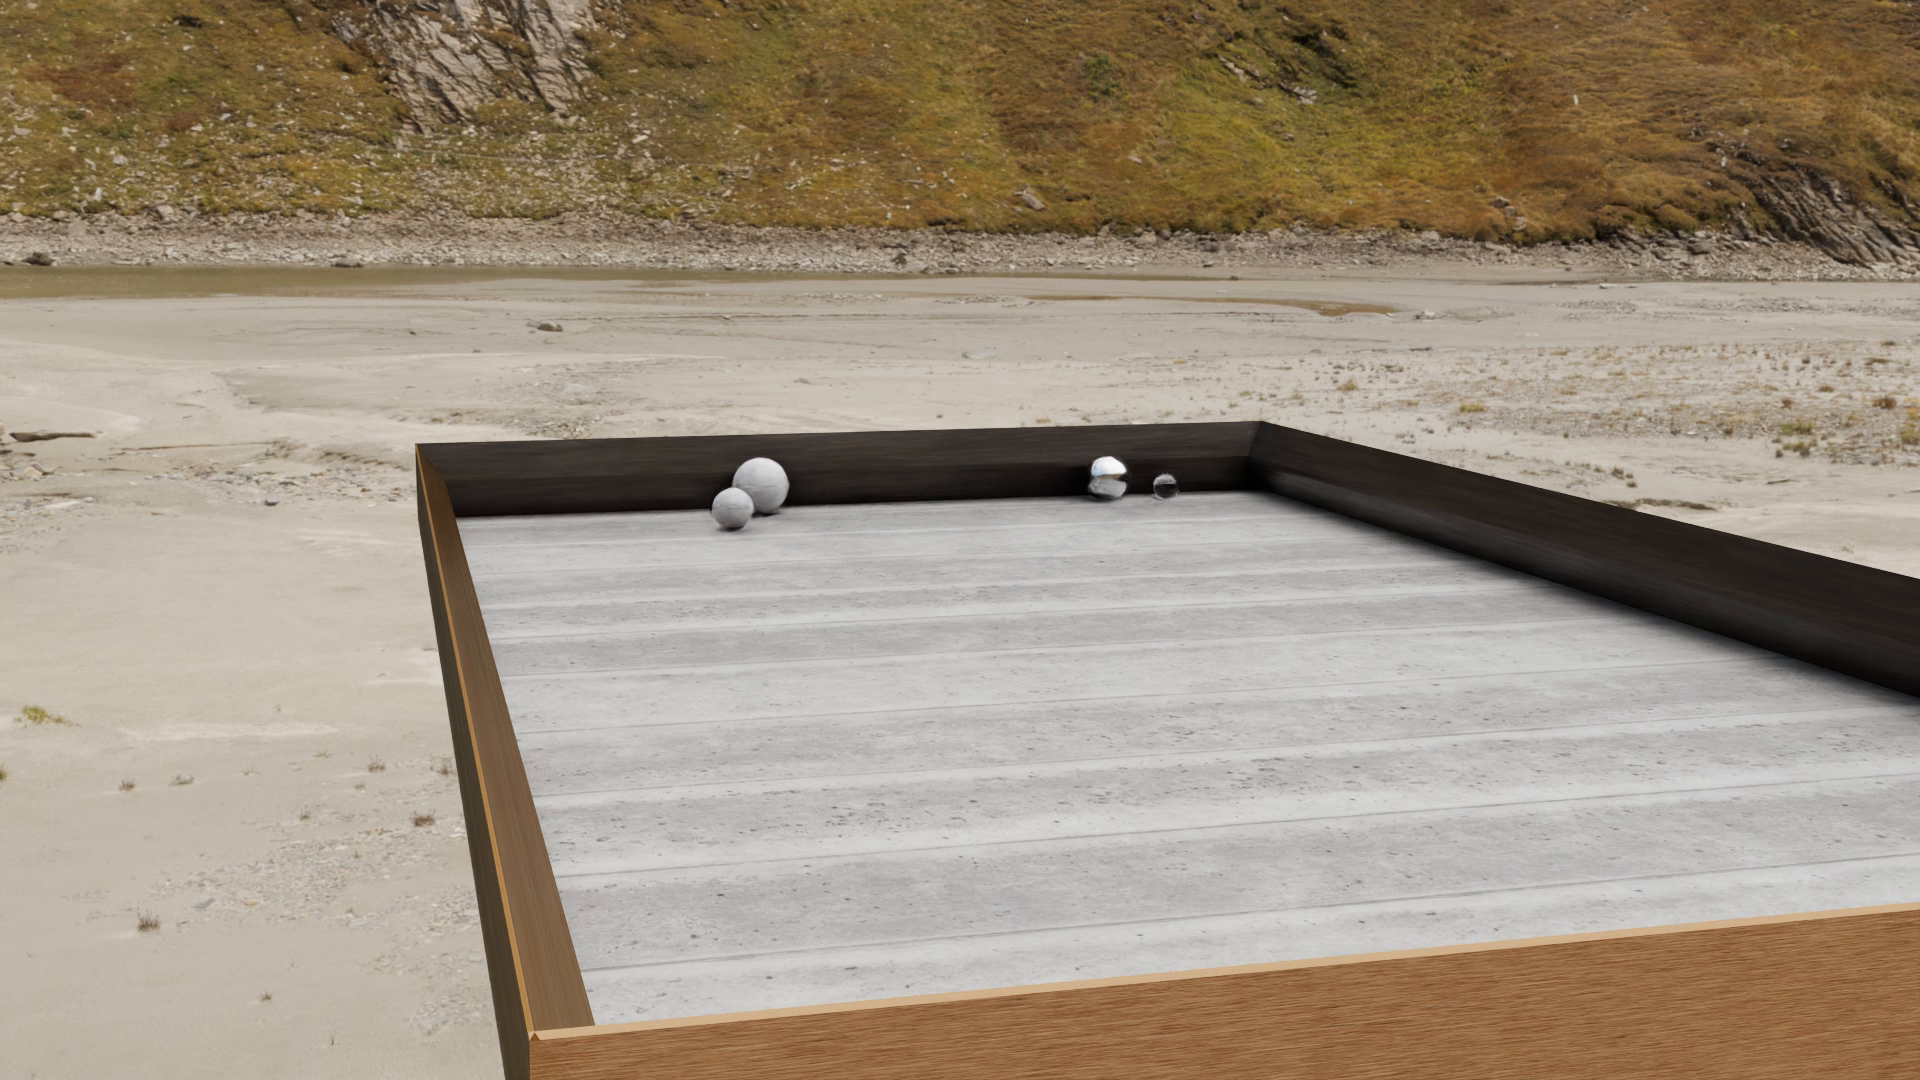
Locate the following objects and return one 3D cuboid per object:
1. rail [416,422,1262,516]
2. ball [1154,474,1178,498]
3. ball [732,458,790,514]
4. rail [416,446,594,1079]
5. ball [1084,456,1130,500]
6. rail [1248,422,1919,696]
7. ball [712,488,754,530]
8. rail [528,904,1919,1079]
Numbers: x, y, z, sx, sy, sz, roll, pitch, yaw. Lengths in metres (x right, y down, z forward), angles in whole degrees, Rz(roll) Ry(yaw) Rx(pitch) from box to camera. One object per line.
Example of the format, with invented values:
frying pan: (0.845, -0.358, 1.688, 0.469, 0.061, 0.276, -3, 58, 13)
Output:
rail: (-0.172, -0.126, 3.896, 1.536, 0.126, 0.045, -2, 9, -15)
ball: (0.372, -0.097, 3.986, 0.043, 0.043, 0.043, 0, 9, 0)
ball: (-0.343, -0.093, 3.781, 0.097, 0.097, 0.097, 0, 9, 0)
rail: (-0.541, 0.100, 2.403, 0.045, 0.126, 2.775, -2, 9, -15)
ball: (0.264, -0.111, 3.954, 0.080, 0.080, 0.080, 0, 9, 0)
rail: (0.898, 0.043, 2.781, 0.045, 0.126, 2.775, -2, 9, -15)
ball: (-0.372, -0.051, 3.604, 0.068, 0.068, 0.068, 0, 9, 0)
rail: (0.528, 0.269, 1.289, 1.536, 0.126, 0.045, -2, 9, -15)
